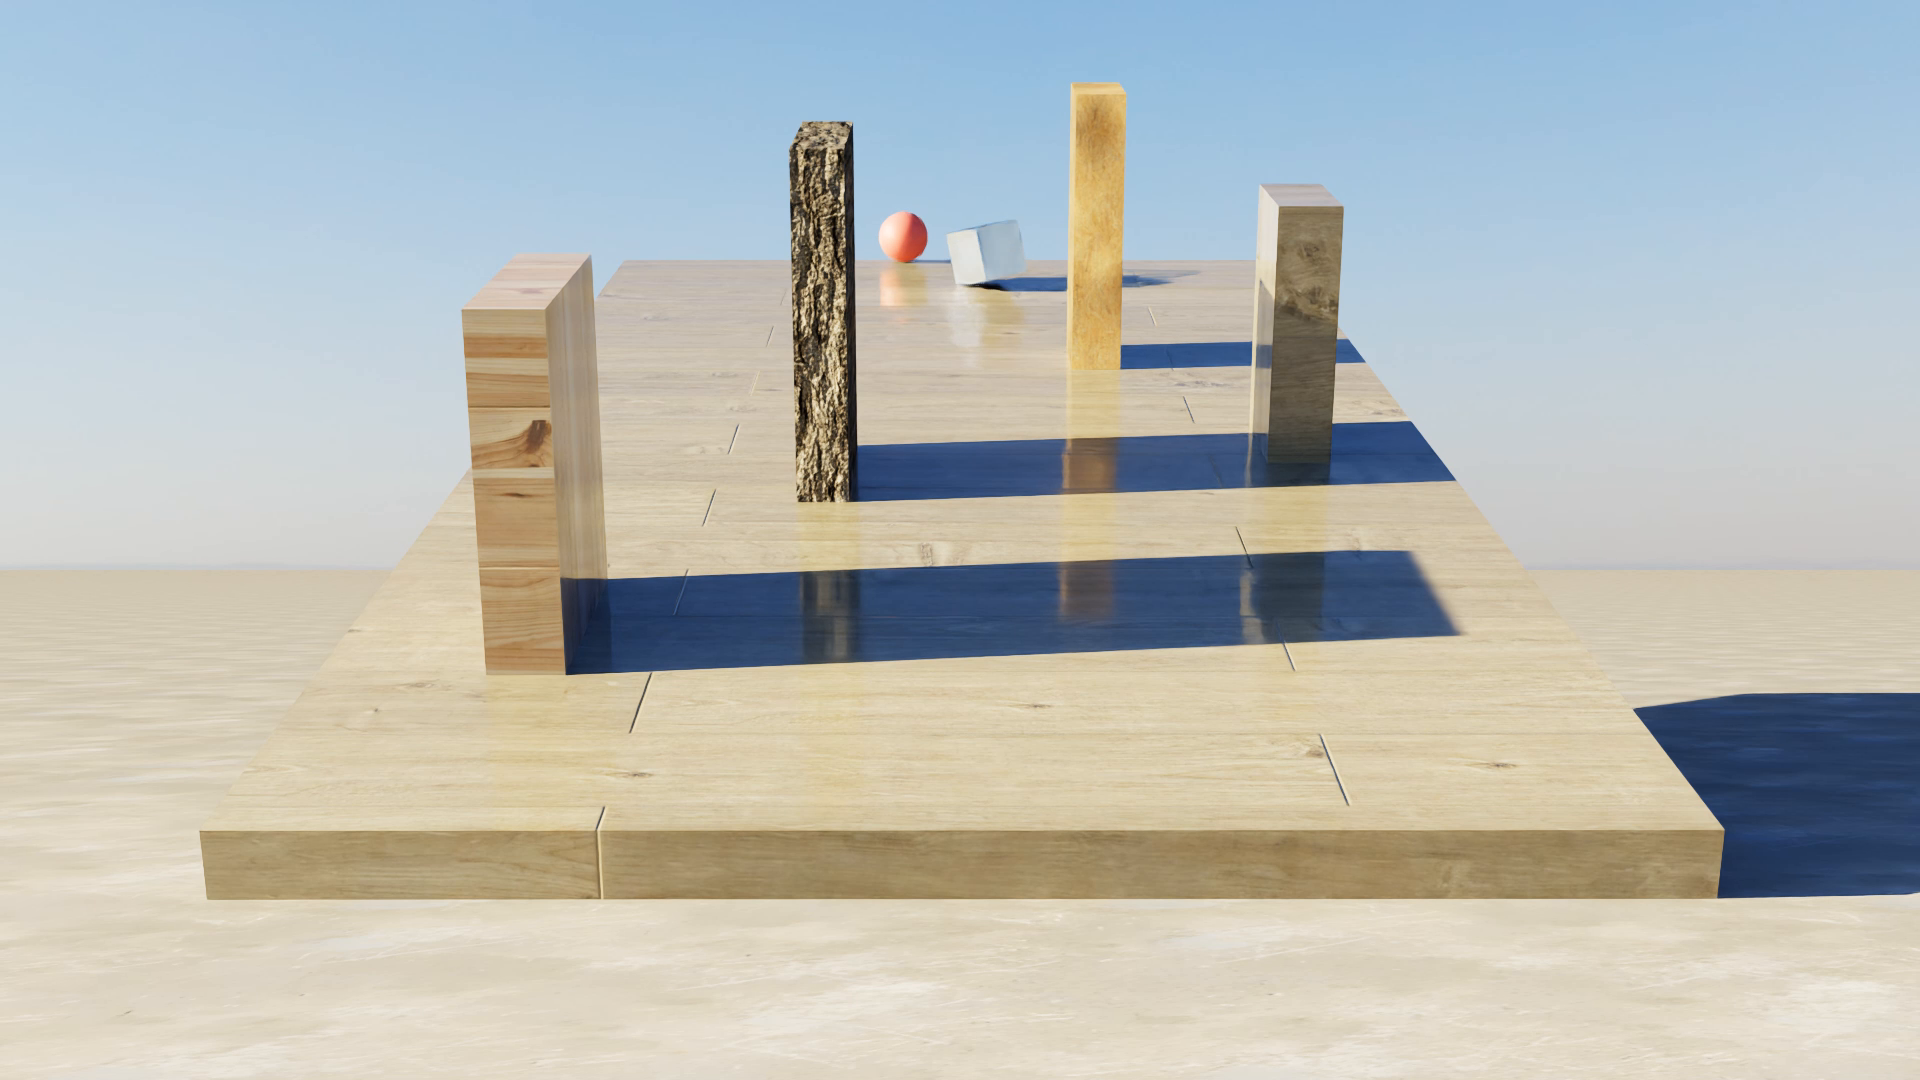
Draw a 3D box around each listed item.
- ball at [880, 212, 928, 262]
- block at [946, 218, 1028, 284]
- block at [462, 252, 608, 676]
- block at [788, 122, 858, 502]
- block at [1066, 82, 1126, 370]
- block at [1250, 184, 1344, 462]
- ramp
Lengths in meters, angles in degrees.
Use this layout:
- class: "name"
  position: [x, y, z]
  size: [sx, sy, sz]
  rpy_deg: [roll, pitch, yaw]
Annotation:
- class: "ball"
  position: [-0.169, -0.910, 6.698]
  size: [0.147, 0.147, 0.147]
  rpy_deg: [0, -1, 0]
- class: "block"
  position: [0.076, -0.817, 6.338]
  size: [0.149, 0.149, 0.149]
  rpy_deg: [-18, 12, -33]
- class: "block"
  position: [-0.672, -0.133, 3.583]
  size: [0.123, 0.576, 0.448]
  rpy_deg: [0, 18, 0]
- class: "block"
  position: [-0.267, -0.460, 4.426]
  size: [0.102, 0.682, 0.405]
  rpy_deg: [0, 18, 0]
- class: "block"
  position: [0.328, -0.761, 5.409]
  size: [0.117, 0.656, 0.249]
  rpy_deg: [0, 18, 0]
- class: "block"
  position: [0.699, -0.457, 4.670]
  size: [0.130, 0.530, 0.293]
  rpy_deg: [0, 18, 0]
- class: "ramp"
  position: [-0.003, -0.184, 4.848]
  size: [2.000, 0.100, 4.000]
  rpy_deg: [0, 18, 0]
